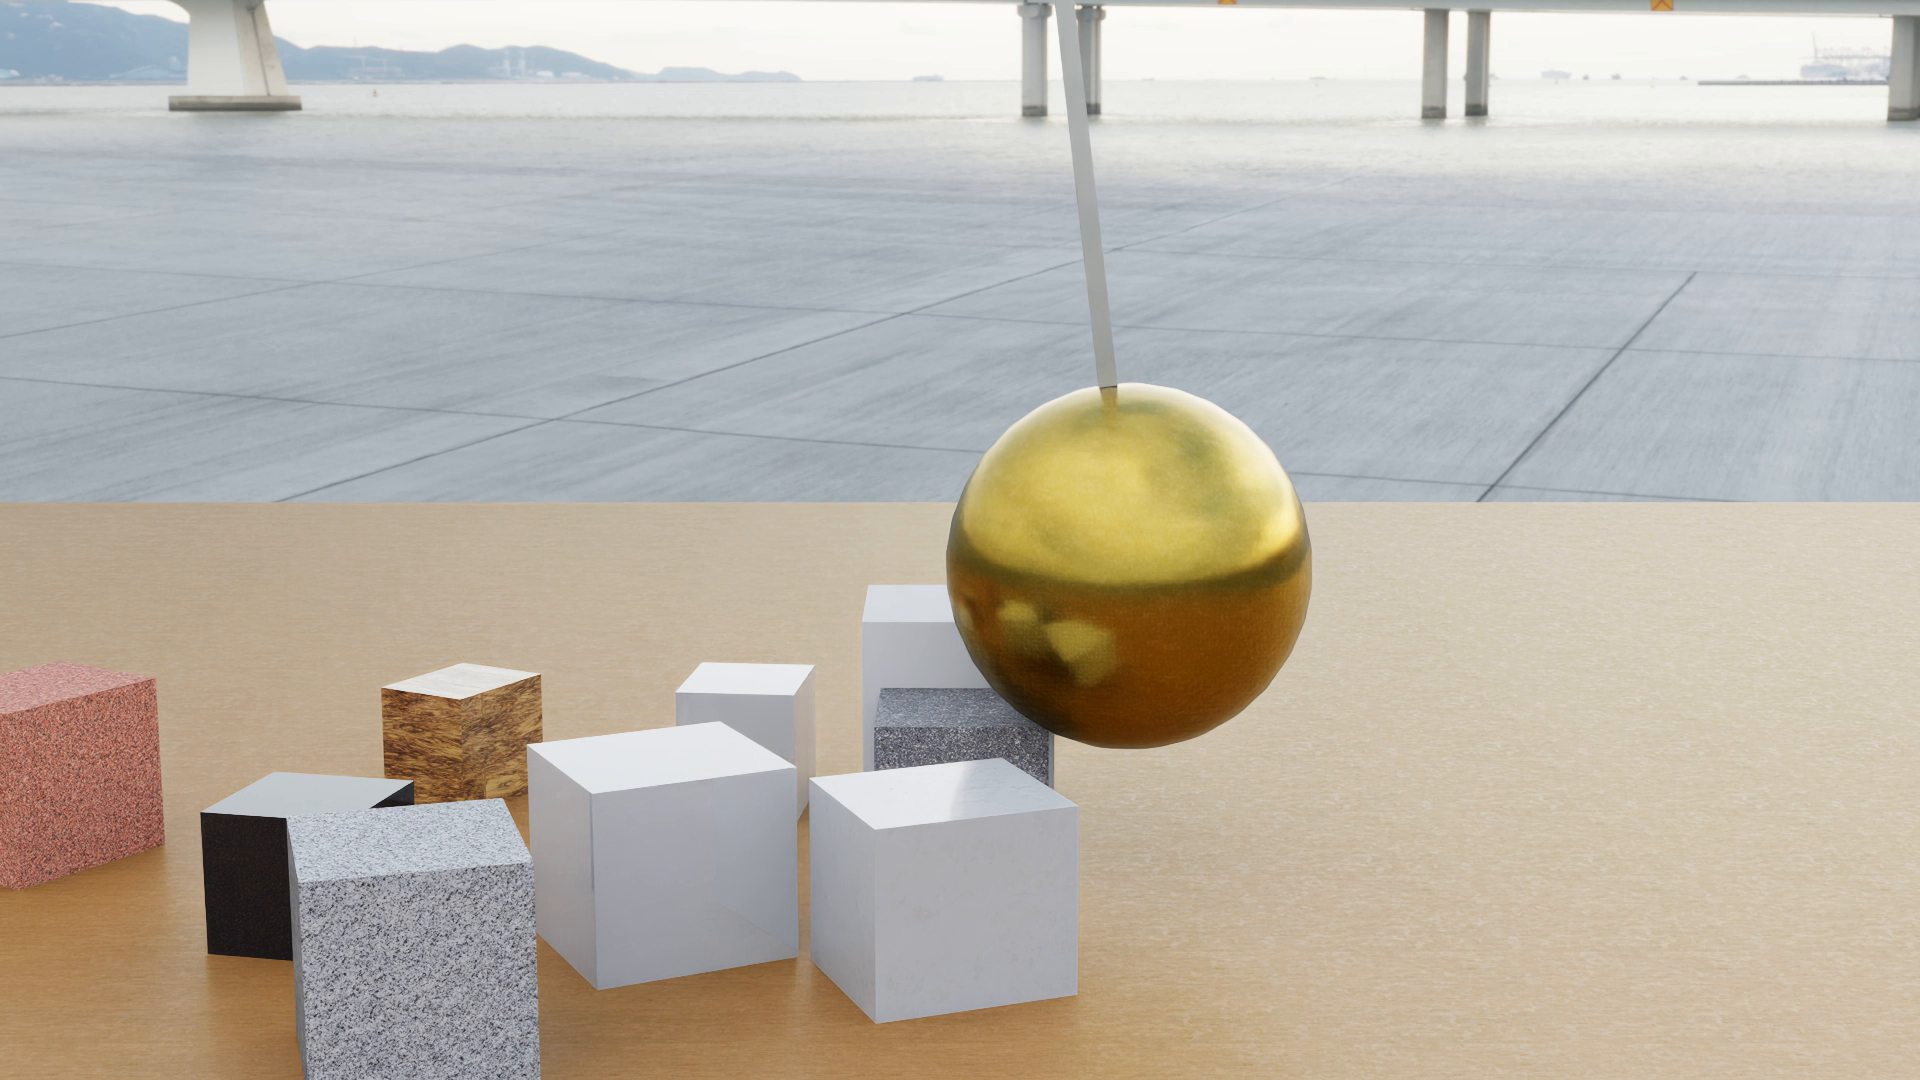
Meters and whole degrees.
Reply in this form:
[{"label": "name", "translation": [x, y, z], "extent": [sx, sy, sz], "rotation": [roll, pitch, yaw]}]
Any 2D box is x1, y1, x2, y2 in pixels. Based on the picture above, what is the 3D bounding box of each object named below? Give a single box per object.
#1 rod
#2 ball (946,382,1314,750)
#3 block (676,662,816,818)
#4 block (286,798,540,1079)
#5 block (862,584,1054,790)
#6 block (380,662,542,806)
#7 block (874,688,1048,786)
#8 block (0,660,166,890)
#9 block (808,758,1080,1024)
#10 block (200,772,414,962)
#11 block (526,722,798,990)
[{"label": "rod", "translation": [0.319, -3.205, 10.598], "extent": [0.080, 5.200, 0.080], "rotation": [-7, 10, 1]}, {"label": "ball", "translation": [0.736, 0.115, 11.201], "extent": [1.600, 1.600, 1.600], "rotation": [0, 10, 0]}, {"label": "block", "translation": [-1.029, 0.977, 12.426], "extent": [0.565, 0.631, 0.625], "rotation": [1, 10, 6]}, {"label": "block", "translation": [-1.966, 1.466, 9.183], "extent": [0.786, 0.829, 0.830], "rotation": [-3, 11, -17]}, {"label": "block", "translation": [-0.007, 0.785, 12.512], "extent": [0.904, 0.978, 0.882], "rotation": [0, 10, 0]}, {"label": "block", "translation": [-2.433, 0.973, 12.581], "extent": [0.493, 0.584, 0.606], "rotation": [6, 12, 29]}, {"label": "block", "translation": [0.010, 1.086, 11.743], "extent": [0.771, 0.661, 0.732], "rotation": [0, 10, 1]}, {"label": "block", "translation": [-4.159, 1.046, 11.611], "extent": [0.659, 0.789, 0.798], "rotation": [7, 12, 32]}, {"label": "block", "translation": [-0.072, 1.349, 10.033], "extent": [0.829, 0.755, 0.757], "rotation": [-4, 11, -22]}, {"label": "block", "translation": [-2.660, 1.339, 10.540], "extent": [0.636, 0.595, 0.619], "rotation": [2, 11, 13]}, {"label": "block", "translation": [-1.214, 1.259, 10.432], "extent": [0.849, 0.790, 0.821], "rotation": [-5, 12, -26]}]
